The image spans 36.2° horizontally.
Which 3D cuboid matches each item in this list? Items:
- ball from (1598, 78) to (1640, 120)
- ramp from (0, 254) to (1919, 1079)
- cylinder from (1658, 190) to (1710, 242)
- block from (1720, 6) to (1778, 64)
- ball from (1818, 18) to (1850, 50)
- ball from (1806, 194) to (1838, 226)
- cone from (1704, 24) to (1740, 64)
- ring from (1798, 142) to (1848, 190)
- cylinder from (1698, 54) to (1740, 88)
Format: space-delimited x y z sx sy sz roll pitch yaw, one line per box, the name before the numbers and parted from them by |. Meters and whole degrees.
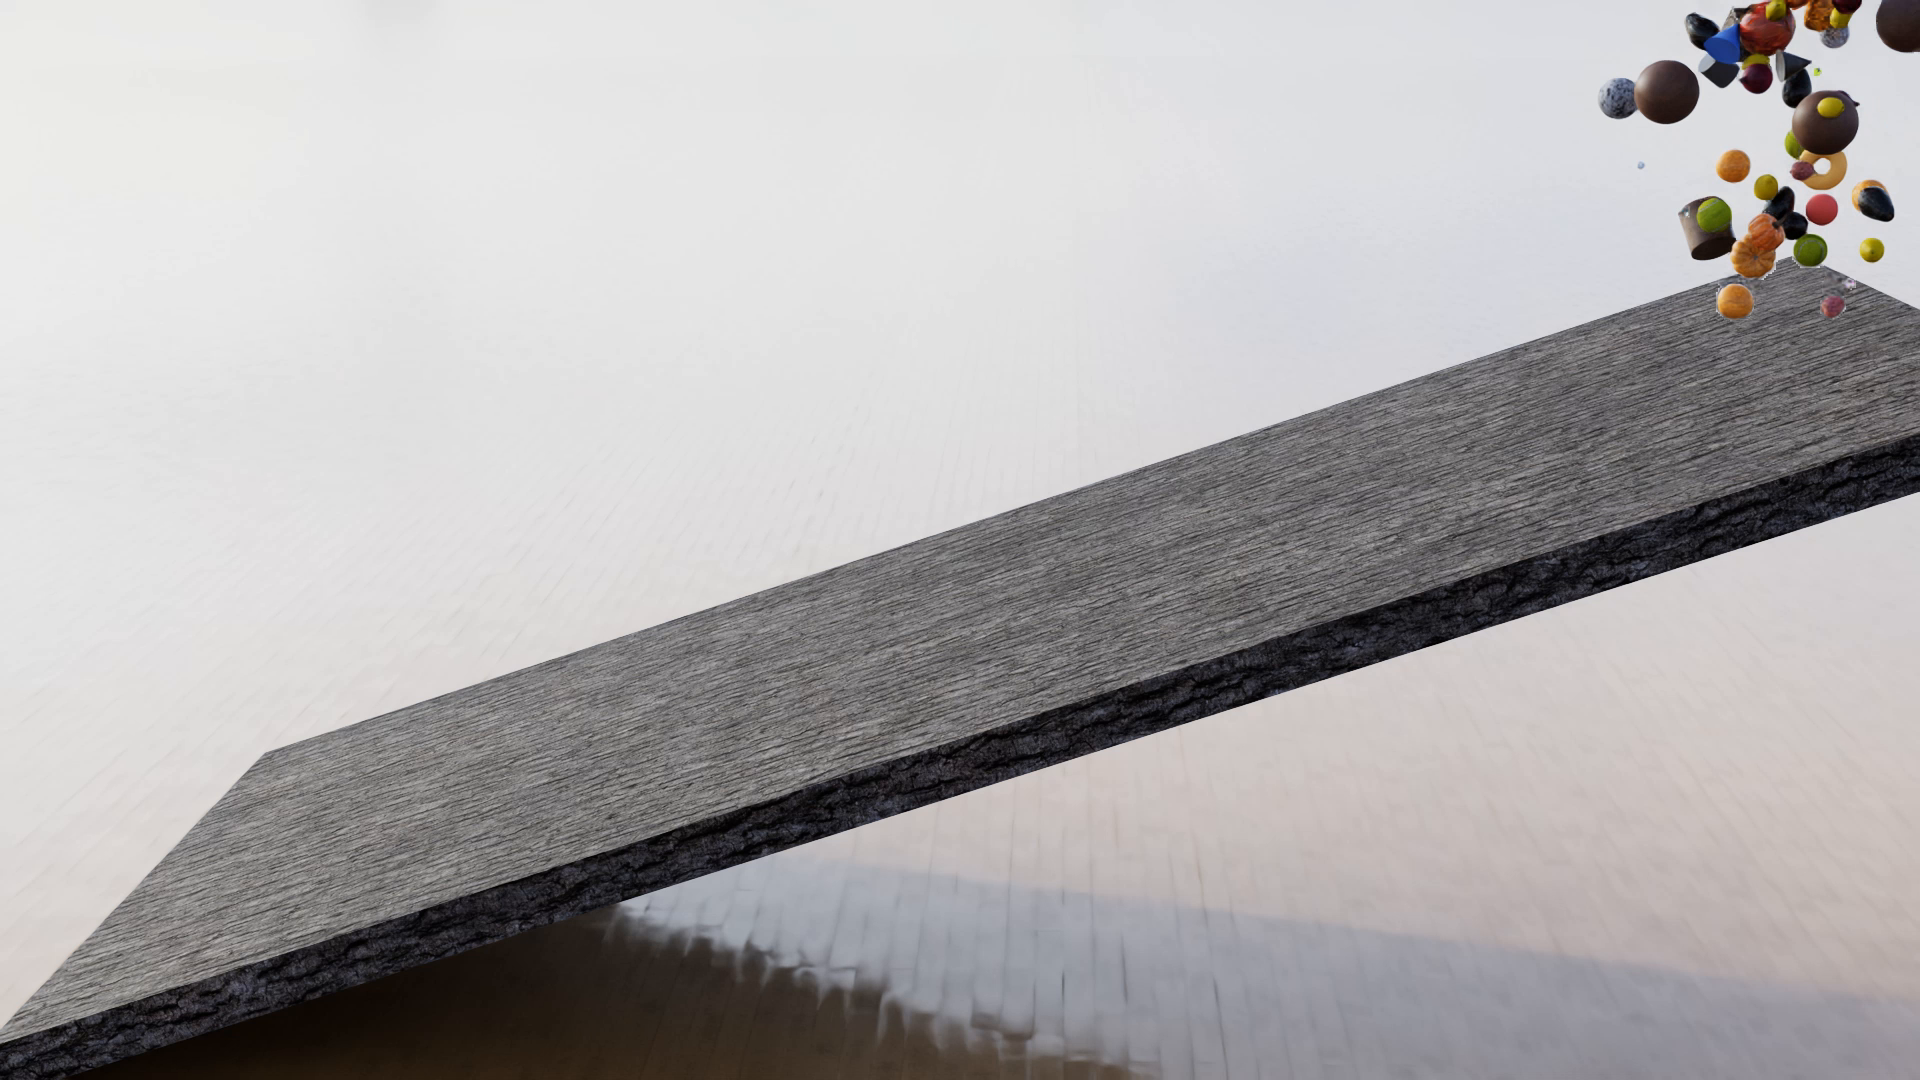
ball | 1.377 -0.923 6.146 0.088 0.088 0.088 0 12 0
ramp | 0.106 0.180 6.305 4.000 0.100 2.000 -18 11 6
cylinder | 1.533 -0.686 6.222 0.099 0.099 0.099 1 14 0
block | 1.630 -1.044 6.089 0.079 0.079 0.079 3 49 -14
ball | 1.805 -1.046 6.075 0.063 0.063 0.063 0 12 0
ball | 1.808 -0.694 6.169 0.067 0.067 0.067 0 12 0
cone | 1.542 -1.008 5.887 0.077 0.077 0.077 29 -20 12
ring | 1.782 -0.772 6.077 0.101 0.101 0.034 6 3 28
cylinder | 1.565 -0.973 6.067 0.059 0.059 0.059 34 1 -19
